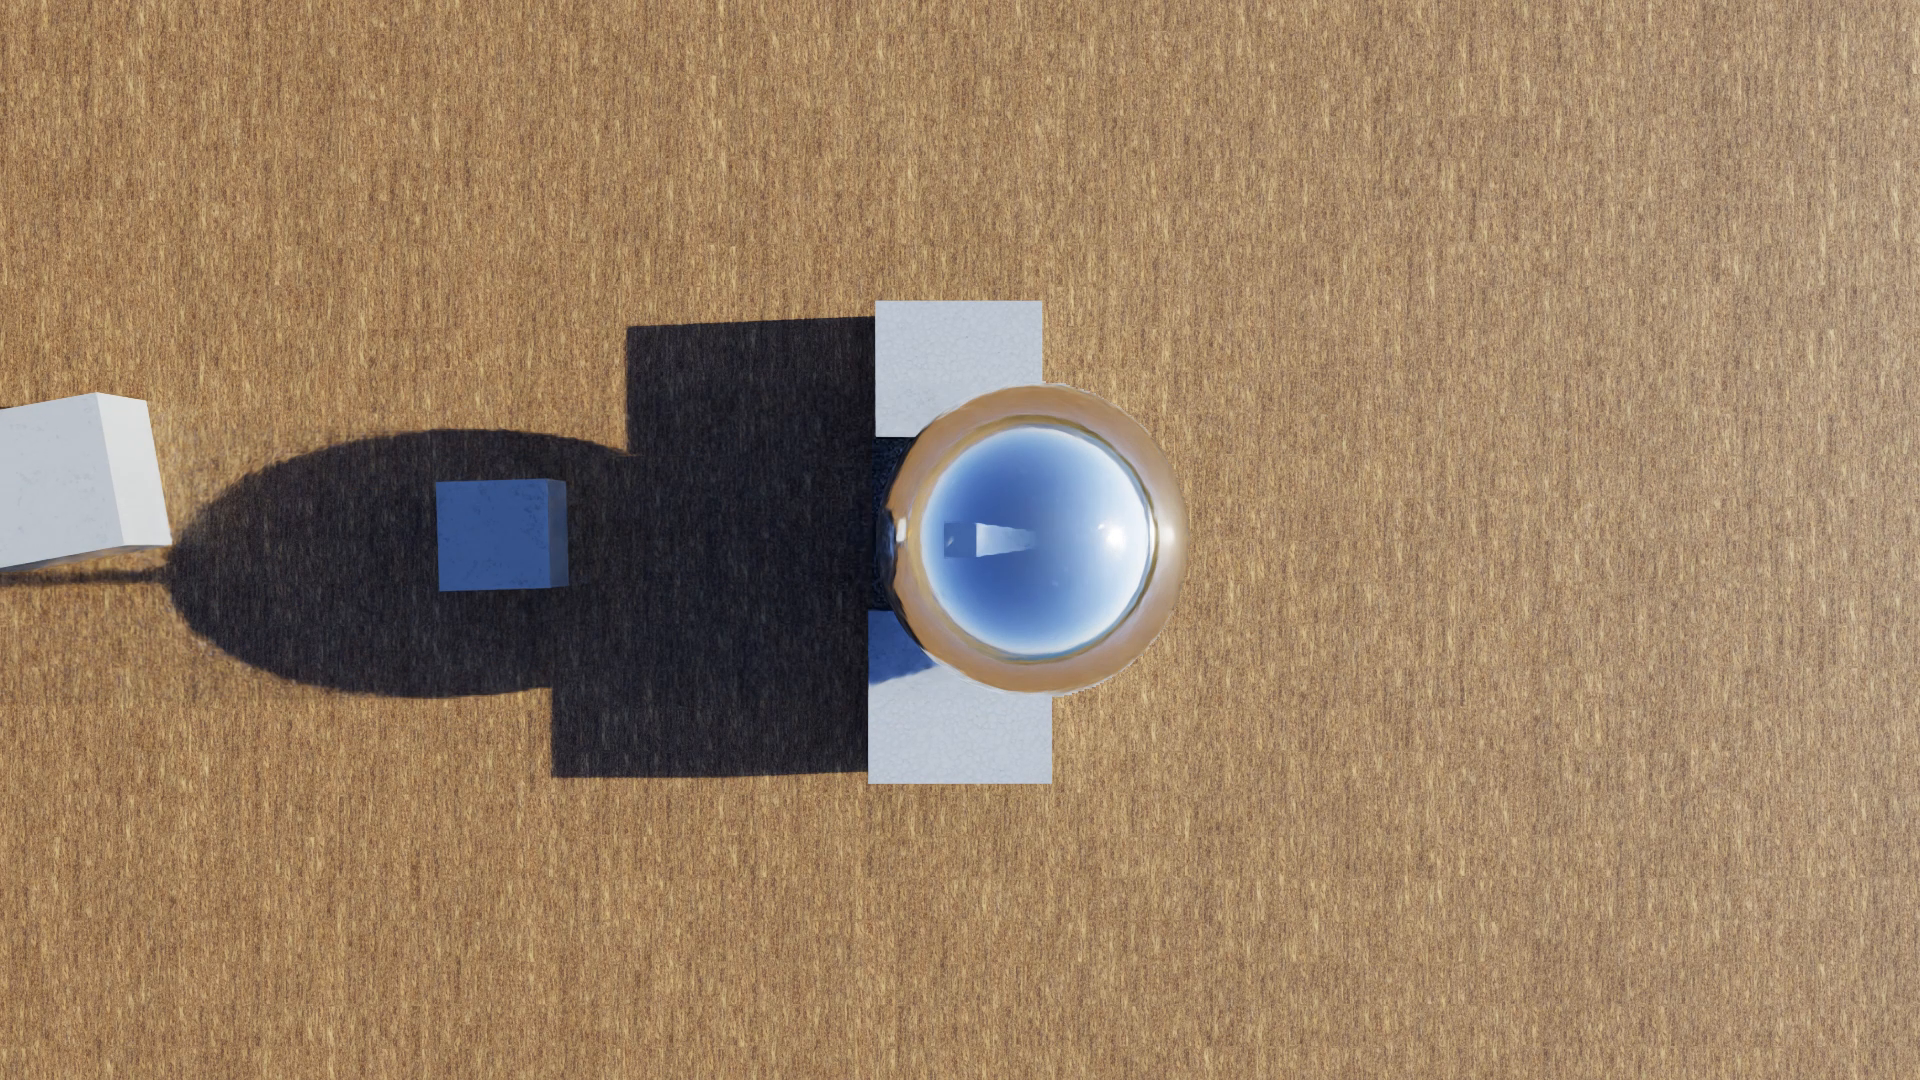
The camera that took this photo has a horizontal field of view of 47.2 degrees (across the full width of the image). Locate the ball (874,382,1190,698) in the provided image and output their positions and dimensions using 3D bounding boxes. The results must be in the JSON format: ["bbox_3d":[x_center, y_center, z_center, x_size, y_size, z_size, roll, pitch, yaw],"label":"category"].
[{"bbox_3d":[0.366,0.000,11.201,1.600,1.600,1.600,0,90,0],"label":"ball"}]

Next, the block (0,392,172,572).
[{"bbox_3d":[-5.161,-0.319,12.625,0.869,0.750,0.866,-10,90,0],"label":"block"}]

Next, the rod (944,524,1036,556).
[{"bbox_3d":[0.158,0.000,7.807,0.080,5.200,0.080,0,90,3],"label":"rod"}]

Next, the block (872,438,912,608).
[{"bbox_3d":[-0.007,-0.091,12.555,0.956,0.890,0.932,0,90,0],"label":"block"}]

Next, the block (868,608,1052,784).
[{"bbox_3d":[0.000,0.855,12.487,1.000,1.026,0.943,0,90,0],"label":"block"}]

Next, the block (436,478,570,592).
[{"bbox_3d":[-2.633,-0.029,12.701,0.627,0.599,0.618,-2,90,0],"label":"block"}]

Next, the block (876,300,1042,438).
[{"bbox_3d":[-0.007,-0.947,12.598,0.925,0.803,0.759,0,90,0],"label":"block"}]
